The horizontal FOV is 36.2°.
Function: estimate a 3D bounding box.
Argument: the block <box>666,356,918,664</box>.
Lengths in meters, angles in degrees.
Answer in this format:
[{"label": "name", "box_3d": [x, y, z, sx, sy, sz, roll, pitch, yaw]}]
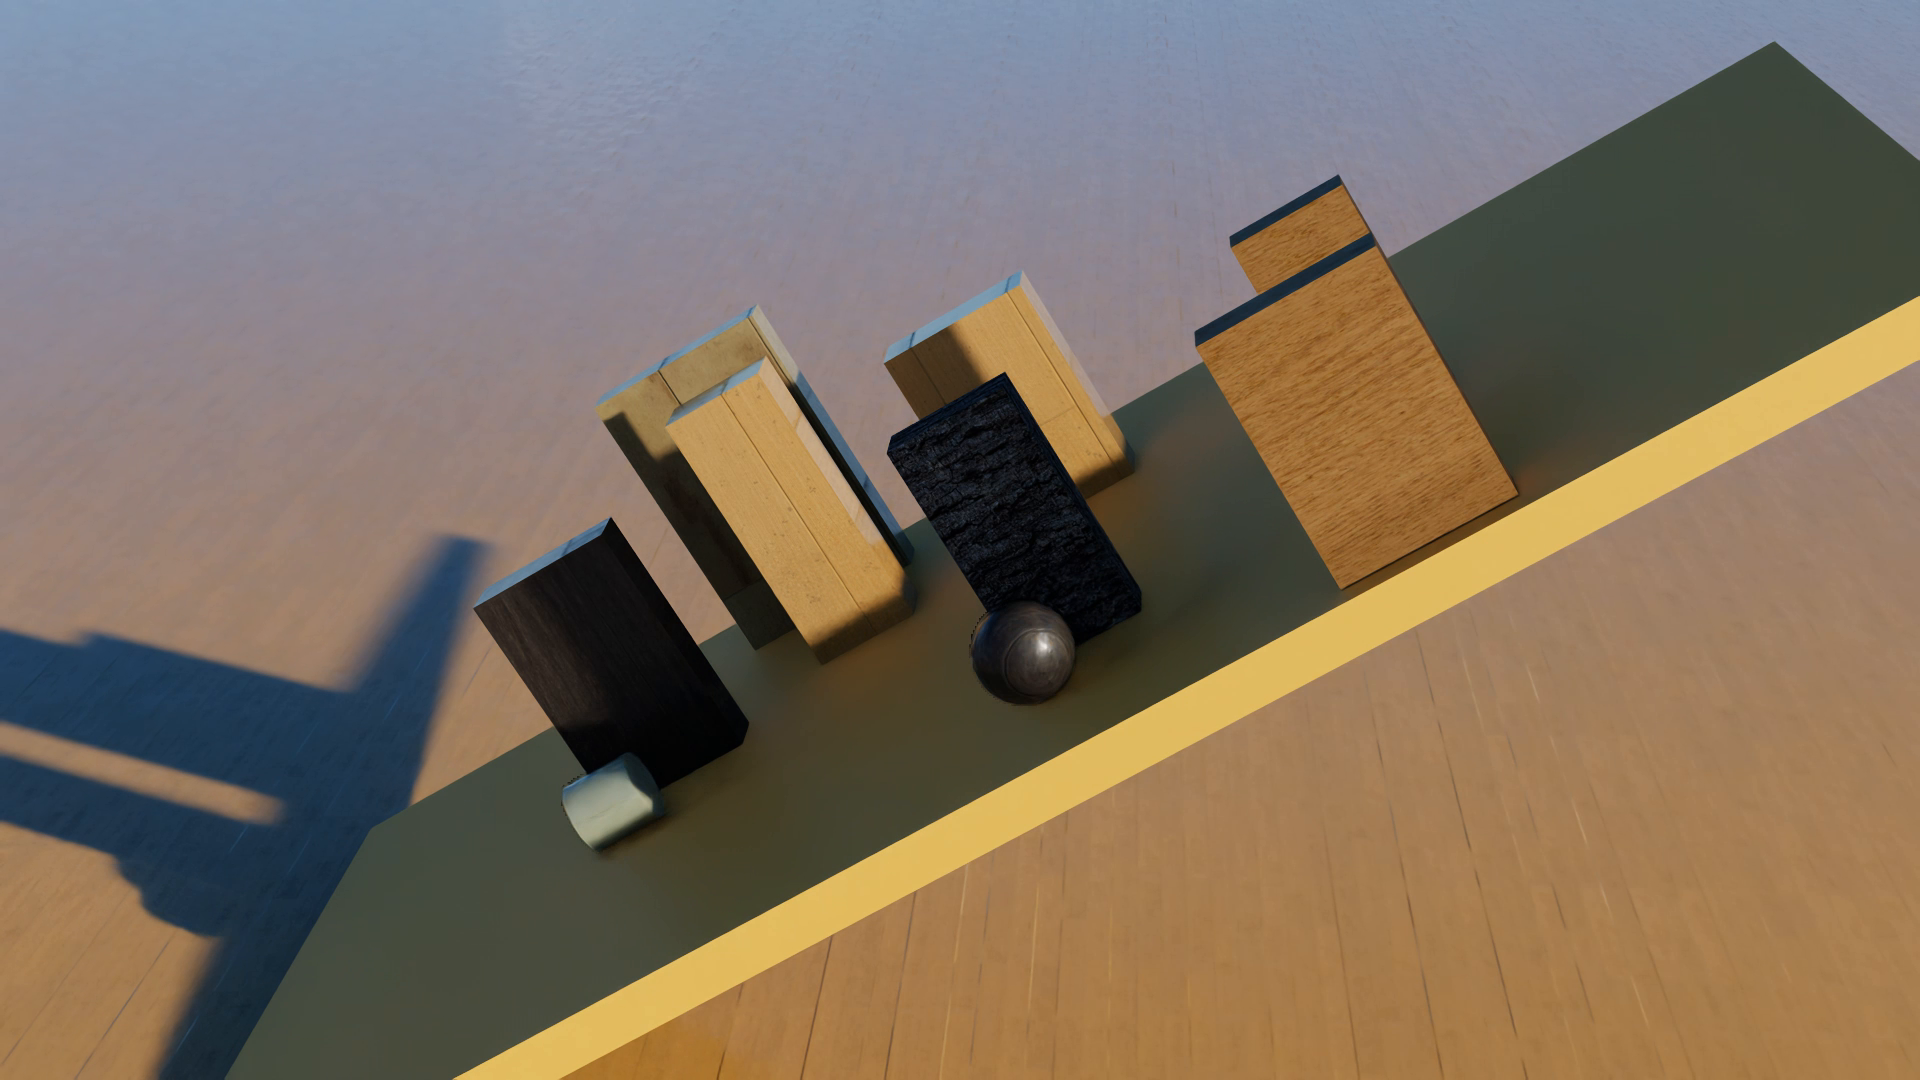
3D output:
[{"label": "block", "box_3d": [-0.373, -0.064, 6.609, 0.245, 0.652, 0.145, -29, 15, 13]}]

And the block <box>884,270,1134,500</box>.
[{"label": "block", "box_3d": [0.115, -0.296, 6.649, 0.354, 0.503, 0.141, -29, 15, 13]}]

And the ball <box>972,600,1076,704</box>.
[{"label": "ball", "box_3d": [0.121, 0.214, 5.592, 0.199, 0.199, 0.199, 0, 19, 0]}]

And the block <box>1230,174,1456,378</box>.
[{"label": "block", "box_3d": [0.765, -0.451, 5.852, 0.248, 0.483, 0.097, -29, 15, 13]}]

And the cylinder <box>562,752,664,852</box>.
[{"label": "cylinder", "box_3d": [-0.745, 0.563, 6.326, 0.158, 0.158, 0.158, -30, 17, 10]}]

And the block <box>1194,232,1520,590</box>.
[{"label": "block", "box_3d": [0.698, -0.223, 5.180, 0.355, 0.521, 0.106, -29, 15, 13]}]

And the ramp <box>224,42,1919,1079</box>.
[{"label": "ramp", "box_3d": [0.141, 0.168, 6.288, 4.000, 0.100, 2.000, -29, 15, 13]}]

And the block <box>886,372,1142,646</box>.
[{"label": "block", "box_3d": [0.110, -0.032, 5.762, 0.262, 0.526, 0.114, -29, 15, 13]}]

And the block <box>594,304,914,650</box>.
[{"label": "block", "box_3d": [-0.484, -0.144, 6.989, 0.443, 0.705, 0.103, -29, 15, 13]}]

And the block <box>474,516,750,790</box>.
[{"label": "block", "box_3d": [-0.764, 0.279, 6.480, 0.338, 0.564, 0.122, -29, 15, 13]}]
